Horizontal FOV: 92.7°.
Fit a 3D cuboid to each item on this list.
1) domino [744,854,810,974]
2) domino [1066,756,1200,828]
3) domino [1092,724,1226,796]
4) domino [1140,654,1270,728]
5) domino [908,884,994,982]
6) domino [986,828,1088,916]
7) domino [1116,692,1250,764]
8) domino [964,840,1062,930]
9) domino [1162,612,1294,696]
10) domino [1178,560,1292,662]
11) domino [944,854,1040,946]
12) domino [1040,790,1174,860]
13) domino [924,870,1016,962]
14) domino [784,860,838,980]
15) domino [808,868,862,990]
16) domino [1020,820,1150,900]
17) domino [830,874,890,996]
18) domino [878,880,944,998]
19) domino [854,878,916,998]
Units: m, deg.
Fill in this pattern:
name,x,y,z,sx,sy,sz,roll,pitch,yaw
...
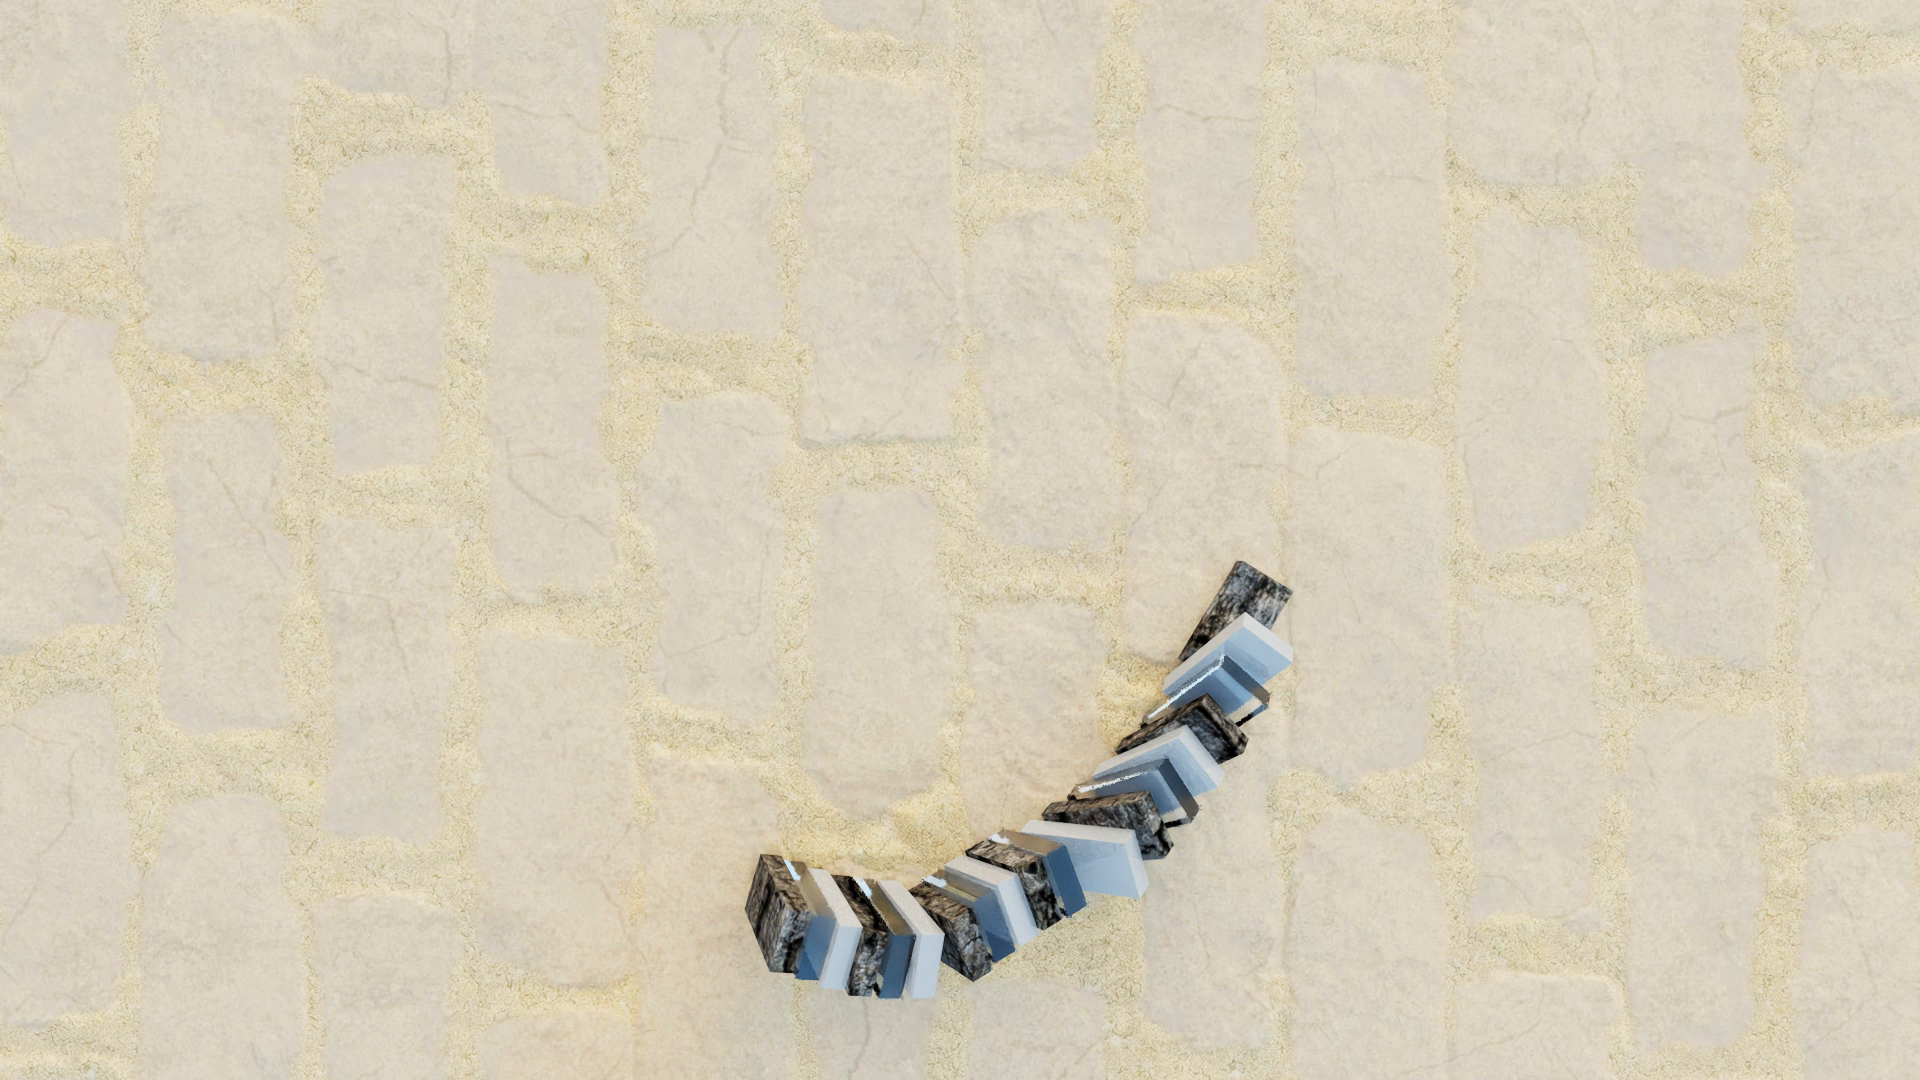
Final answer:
name,x,y,z,sx,sy,sz,roll,pitch,yaw
domino,-0.075,0.152,0.375,0.009,0.050,0.025,16,90,-25
domino,0.071,0.109,0.380,0.050,0.009,0.025,-32,91,40
domino,0.081,0.097,0.380,0.025,0.009,0.050,52,131,0
domino,0.101,0.071,0.381,0.025,0.009,0.050,41,127,0
domino,-0.006,0.160,0.375,0.010,0.050,0.025,-20,92,-27
domino,0.031,0.135,0.376,0.009,0.050,0.025,-20,90,-27
domino,0.091,0.085,0.380,0.025,0.009,0.050,48,130,0
domino,0.021,0.141,0.376,0.010,0.050,0.025,-20,90,-27
domino,0.110,0.054,0.380,0.025,0.009,0.050,36,127,-4
domino,0.119,0.037,0.395,0.025,0.009,0.050,31,90,0
domino,0.012,0.147,0.376,0.010,0.050,0.025,-20,90,-27
domino,0.060,0.120,0.380,0.050,0.010,0.025,-22,95,40
domino,0.003,0.153,0.376,0.009,0.050,0.025,-20,90,-27
domino,-0.065,0.154,0.375,0.010,0.050,0.025,16,90,-25
domino,-0.055,0.158,0.375,0.010,0.050,0.025,16,90,-25
domino,0.051,0.131,0.379,0.050,0.010,0.025,-8,104,38
domino,-0.045,0.161,0.375,0.009,0.050,0.025,16,90,-25
domino,-0.023,0.162,0.375,0.010,0.050,0.025,9,91,-25
domino,-0.034,0.162,0.375,0.009,0.050,0.025,14,90,-25
